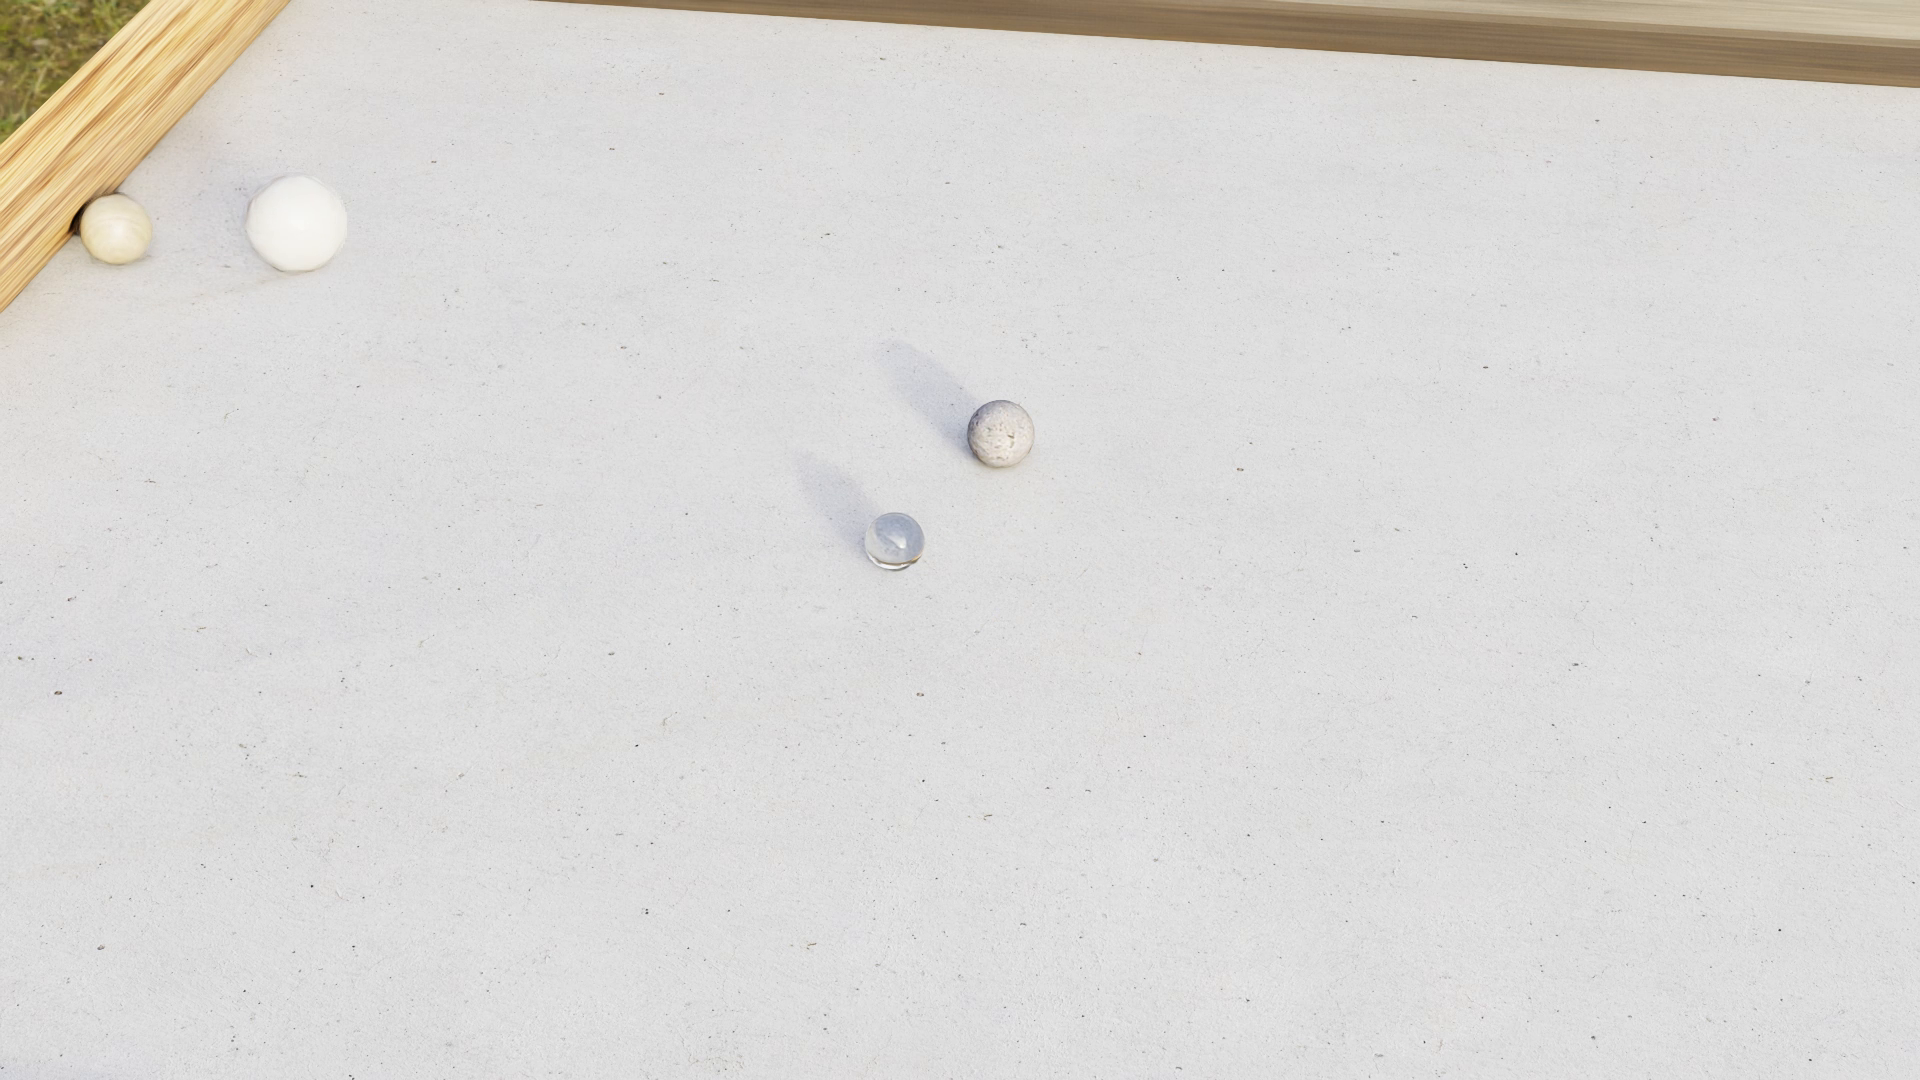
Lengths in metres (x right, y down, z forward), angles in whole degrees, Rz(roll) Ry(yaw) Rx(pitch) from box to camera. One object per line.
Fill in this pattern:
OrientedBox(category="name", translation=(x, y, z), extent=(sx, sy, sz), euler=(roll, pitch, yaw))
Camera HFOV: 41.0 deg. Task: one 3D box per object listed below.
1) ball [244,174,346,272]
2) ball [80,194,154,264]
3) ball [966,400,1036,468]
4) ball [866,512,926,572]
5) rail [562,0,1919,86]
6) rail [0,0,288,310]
OrientedBox(category="ball", translation=(-0.585, -0.279, 2.257), extent=(0.086, 0.086, 0.086), euler=(0, 35, 0))
OrientedBox(category="ball", translation=(-0.747, -0.275, 2.273), extent=(0.062, 0.062, 0.062), euler=(0, 35, 0))
OrientedBox(category="ball", translation=(0.032, -0.083, 2.004), extent=(0.053, 0.053, 0.053), euler=(0, 35, 0))
OrientedBox(category="ball", translation=(-0.048, 0.001, 1.891), extent=(0.044, 0.044, 0.044), euler=(0, 35, 0))
OrientedBox(category="rail", translation=(1.017, -0.492, 2.526), extent=(3.520, 0.128, 0.045), euler=(5, 35, 7))
OrientedBox(category="rail", translation=(-0.846, -0.102, 1.964), extent=(0.045, 0.128, 1.970), euler=(5, 35, 7))
